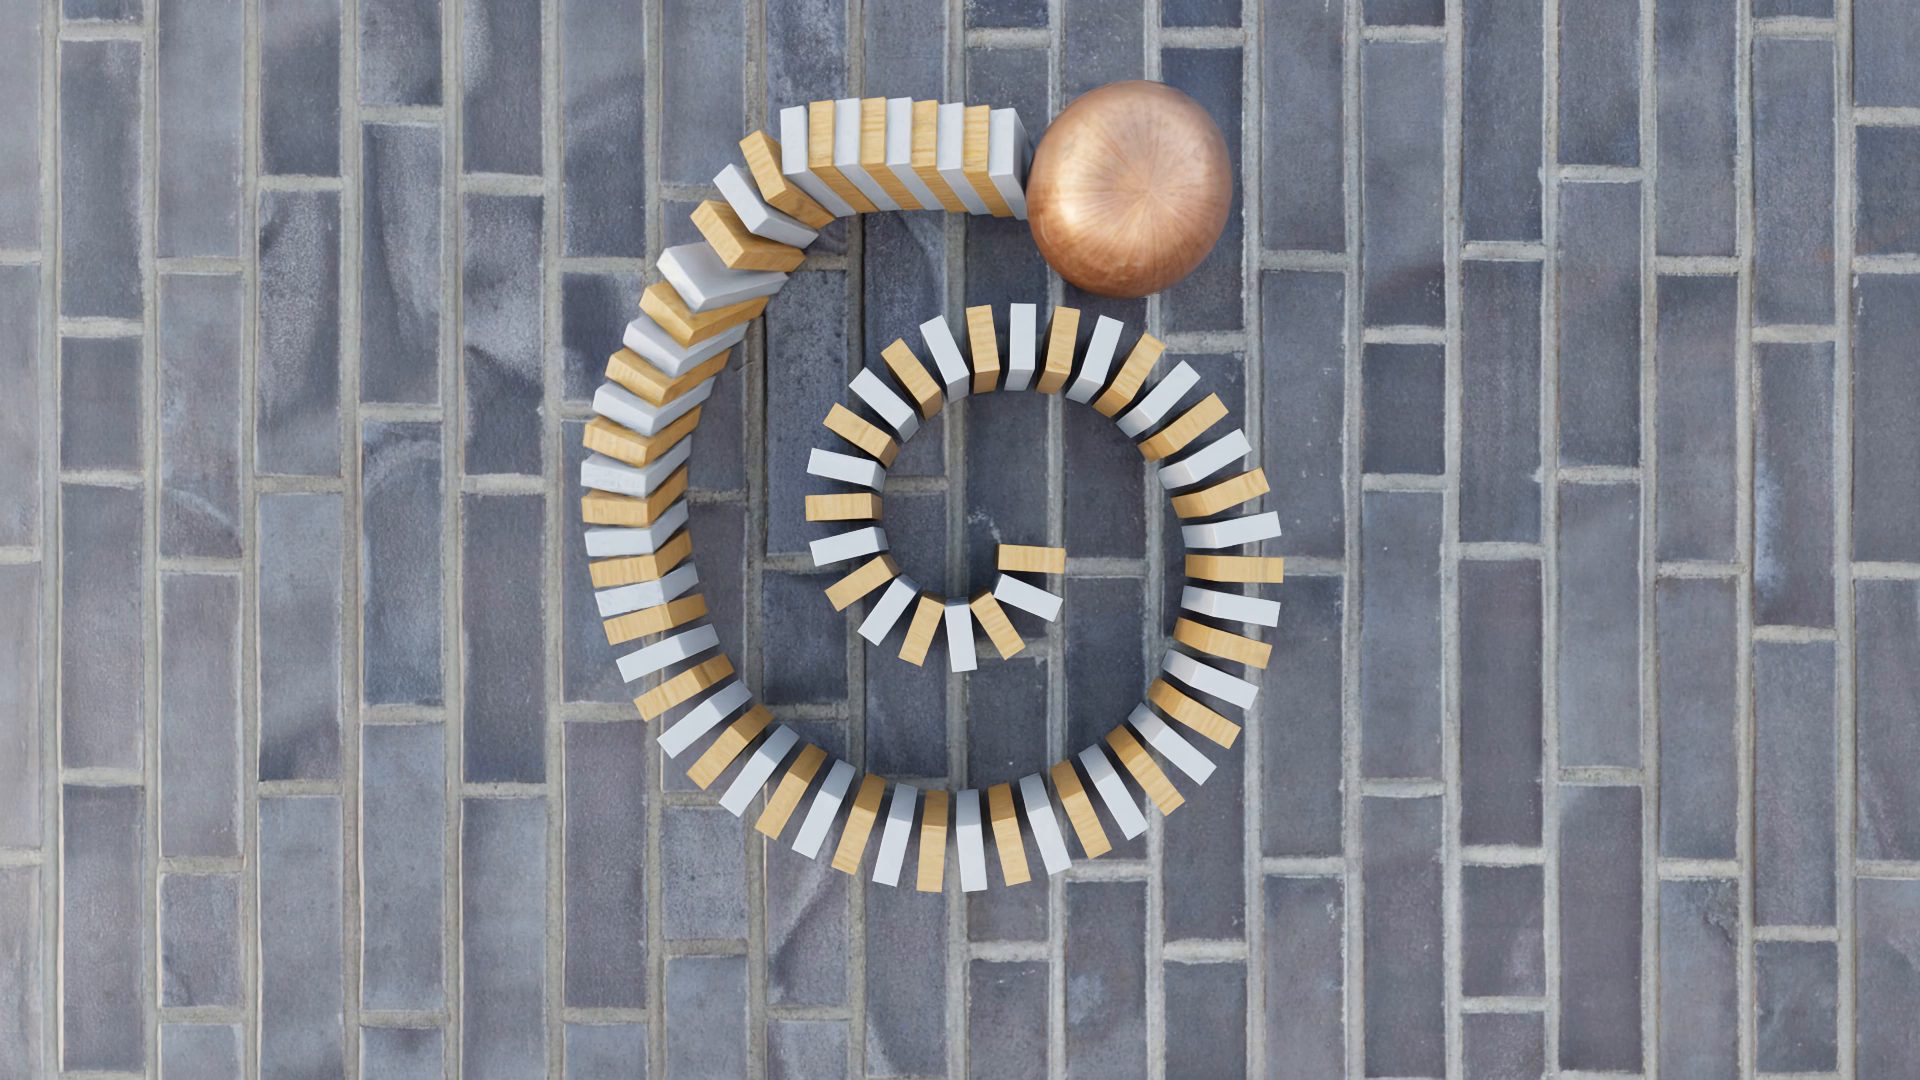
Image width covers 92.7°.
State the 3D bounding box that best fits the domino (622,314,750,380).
[{"bbox_3d":[-0.112,-0.086,0.377,0.025,0.050,0.009,36,128,0],"label":"domino"}]

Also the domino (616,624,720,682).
[{"bbox_3d":[-0.118,0.045,0.375,0.025,0.050,0.009,-22,90,0],"label":"domino"}]

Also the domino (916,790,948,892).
[{"bbox_3d":[-0.011,0.122,0.375,0.010,0.050,0.025,5,90,0],"label":"domino"}]

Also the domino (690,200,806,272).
[{"bbox_3d":[-0.085,-0.124,0.375,0.010,0.050,0.025,-37,90,24],"label":"domino"}]

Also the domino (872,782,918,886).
[{"bbox_3d":[-0.026,0.119,0.375,0.009,0.050,0.025,14,90,0],"label":"domino"}]

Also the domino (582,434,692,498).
[{"bbox_3d":[-0.131,-0.033,0.375,0.025,0.050,0.010,12,116,0],"label":"domino"}]

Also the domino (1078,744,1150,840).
[{"bbox_3d":[0.062,0.102,0.375,0.010,0.050,0.025,-31,90,0],"label":"domino"}]

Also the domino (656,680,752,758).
[{"bbox_3d":[-0.103,0.072,0.375,0.025,0.050,0.010,-38,90,0],"label":"domino"}]

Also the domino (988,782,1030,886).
[{"bbox_3d":[0.020,0.119,0.375,0.010,0.050,0.025,-13,90,0],"label":"domino"}]

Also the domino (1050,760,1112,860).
[{"bbox_3d":[0.048,0.109,0.375,0.010,0.050,0.025,-25,90,0],"label":"domino"}]

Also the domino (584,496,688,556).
[{"bbox_3d":[-0.131,-0.006,0.375,0.025,0.050,0.010,-2,108,0],"label":"domino"}]

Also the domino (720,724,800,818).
[{"bbox_3d":[-0.081,0.093,0.375,0.009,0.050,0.025,36,90,0],"label":"domino"}]

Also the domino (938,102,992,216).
[{"bbox_3d":[0.003,-0.154,0.375,0.010,0.050,0.025,1,90,16],"label":"domino"}]

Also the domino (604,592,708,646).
[{"bbox_3d":[-0.123,0.032,0.375,0.025,0.050,0.009,-16,92,0],"label":"domino"}]

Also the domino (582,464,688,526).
[{"bbox_3d":[-0.132,-0.020,0.375,0.025,0.050,0.009,4,112,0],"label":"domino"}]

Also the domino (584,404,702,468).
[{"bbox_3d":[-0.129,-0.047,0.376,0.025,0.050,0.010,22,119,0],"label":"domino"}]

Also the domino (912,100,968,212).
[{"bbox_3d":[-0.007,-0.155,0.375,0.009,0.050,0.025,1,90,16],"label":"domino"}]

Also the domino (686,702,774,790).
[{"bbox_3d":[-0.093,0.083,0.375,0.009,0.050,0.025,43,90,0],"label":"domino"}]

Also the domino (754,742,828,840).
[{"bbox_3d":[-0.068,0.102,0.375,0.010,0.050,0.025,31,90,0],"label":"domino"}]

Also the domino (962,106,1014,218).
[{"bbox_3d":[0.013,-0.153,0.375,0.010,0.050,0.025,1,90,16],"label":"domino"}]

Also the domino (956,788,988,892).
[{"bbox_3d":[0.004,0.122,0.375,0.010,0.050,0.025,-6,90,0],"label":"domino"}]

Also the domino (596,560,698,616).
[{"bbox_3d":[-0.127,0.019,0.375,0.025,0.050,0.009,-12,97,0],"label":"domino"}]

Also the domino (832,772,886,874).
[{"bbox_3d":[-0.041,0.115,0.375,0.009,0.050,0.025,20,90,0],"label":"domino"}]

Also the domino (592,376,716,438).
[{"bbox_3d":[-0.125,-0.061,0.376,0.025,0.050,0.010,28,122,0],"label":"domino"}]

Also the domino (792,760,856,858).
[{"bbox_3d":[-0.055,0.109,0.375,0.009,0.050,0.025,26,90,0],"label":"domino"}]

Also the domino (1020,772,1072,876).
[{"bbox_3d":[0.034,0.115,0.375,0.009,0.050,0.025,-19,90,0],"label":"domino"}]

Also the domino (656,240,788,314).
[{"bbox_3d":[-0.097,-0.111,0.378,0.025,0.050,0.009,52,130,0],"label":"domino"}]

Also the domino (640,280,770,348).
[{"bbox_3d":[-0.104,-0.098,0.378,0.025,0.050,0.010,43,129,0],"label":"domino"}]

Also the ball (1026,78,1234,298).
[{"bbox_3d":[0.066,-0.136,0.360,0.080,0.080,0.080,0,90,0],"label":"ball"}]

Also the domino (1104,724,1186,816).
[{"bbox_3d":[0.075,0.093,0.375,0.010,0.050,0.025,-39,90,0],"label":"domino"}]

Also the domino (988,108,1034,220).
[{"bbox_3d":[0.023,-0.152,0.375,0.009,0.050,0.025,1,90,16],"label":"domino"}]

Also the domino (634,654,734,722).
[{"bbox_3d":[-0.112,0.059,0.375,0.025,0.050,0.010,-29,90,0],"label":"domino"}]

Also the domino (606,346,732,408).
[{"bbox_3d":[-0.119,-0.074,0.377,0.025,0.050,0.009,32,125,0],"label":"domino"}]

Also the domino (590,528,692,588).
[{"bbox_3d":[-0.129,0.007,0.375,0.025,0.050,0.009,-7,103,0],"label":"domino"}]

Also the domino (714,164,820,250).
[{"bbox_3d":[-0.078,-0.135,0.375,0.010,0.050,0.025,-36,90,17],"label":"domino"}]
